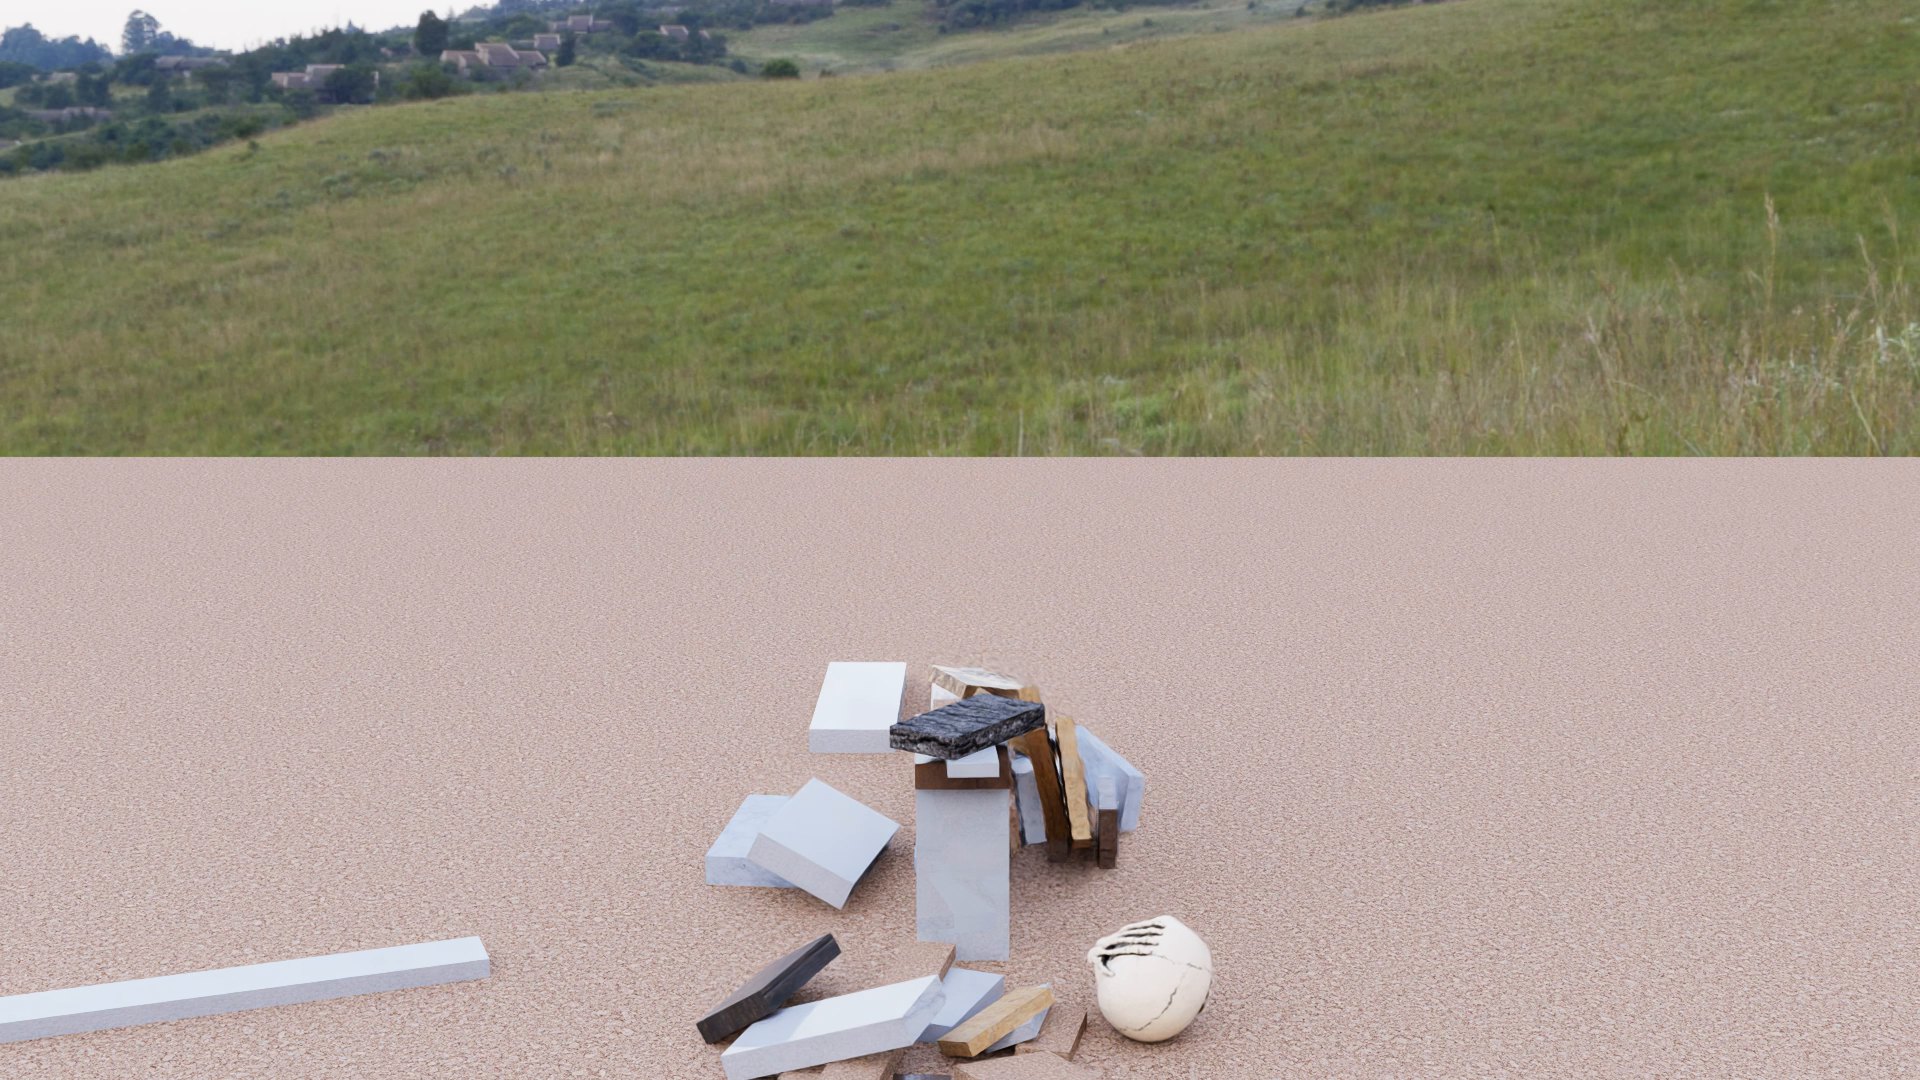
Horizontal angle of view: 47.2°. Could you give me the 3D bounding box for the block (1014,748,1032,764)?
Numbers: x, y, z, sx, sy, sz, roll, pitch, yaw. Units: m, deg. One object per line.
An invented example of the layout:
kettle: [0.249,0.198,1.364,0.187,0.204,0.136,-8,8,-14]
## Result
block: [0.111,0.432,4.333,0.095,0.027,0.191,23,2,-25]

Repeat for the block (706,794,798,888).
block: [-0.321,0.527,3.872,0.176,0.050,0.353,1,11,6]

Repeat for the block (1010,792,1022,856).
block: [0.073,0.450,3.690,0.024,0.085,0.170,-9,22,-6]

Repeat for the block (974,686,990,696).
block: [0.083,0.377,4.578,0.116,0.033,0.232,30,9,-6]

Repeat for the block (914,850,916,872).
block: [-0.023,0.521,3.859,0.100,0.028,0.201,1,22,3]

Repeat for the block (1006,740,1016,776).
block: [0.066,0.405,4.091,0.027,0.095,0.191,-13,13,14]

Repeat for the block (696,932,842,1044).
block: [-0.271,0.640,3.147,0.119,0.034,0.238,-31,-2,23]

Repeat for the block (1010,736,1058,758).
block: [0.130,0.406,4.342,0.170,0.024,0.085,29,-2,-42]

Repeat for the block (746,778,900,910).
block: [-0.227,0.510,3.730,0.176,0.050,0.353,28,12,6]

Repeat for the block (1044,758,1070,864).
block: [0.169,0.481,3.922,0.034,0.119,0.238,-7,10,3]

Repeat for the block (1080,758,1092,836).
block: [0.207,0.454,3.858,0.034,0.119,0.239,-5,-11,4]

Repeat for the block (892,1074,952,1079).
block: [-0.052,0.733,2.840,0.077,0.022,0.154,0,11,2]

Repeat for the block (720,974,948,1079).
block: [-0.169,0.655,2.947,0.277,0.039,0.139,-17,6,22]

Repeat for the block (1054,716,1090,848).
block: [0.189,0.407,3.689,0.029,0.207,0.104,-7,-16,0]

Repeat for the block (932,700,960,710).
block: [-0.012,0.409,4.400,0.085,0.024,0.617,0,11,-1]

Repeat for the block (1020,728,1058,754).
block: [0.142,0.396,4.426,0.170,0.024,0.085,13,-23,-14]

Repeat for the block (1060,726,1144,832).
block: [0.265,0.446,4.149,0.029,0.104,0.354,7,8,-17]

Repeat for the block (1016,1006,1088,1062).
block: [0.128,0.691,3.066,0.075,0.021,0.150,2,11,12]

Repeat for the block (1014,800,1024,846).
block: [0.098,0.485,3.751,0.014,0.051,0.137,-10,-19,-1]

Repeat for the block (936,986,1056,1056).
block: [0.050,0.665,3.038,0.154,0.022,0.077,-26,6,-34]

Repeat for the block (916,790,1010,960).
block: [0.004,0.503,3.365,0.141,0.283,0.040,0,11,-1]

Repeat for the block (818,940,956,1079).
block: [-0.109,0.674,3.000,0.077,0.022,0.648,2,11,11]

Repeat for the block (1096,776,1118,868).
block: [0.258,0.496,3.878,0.029,0.103,0.207,1,9,2]

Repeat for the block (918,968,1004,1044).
block: [-0.020,0.669,3.165,0.102,0.029,0.204,4,11,21]

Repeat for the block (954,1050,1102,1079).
block: [0.155,0.714,2.706,0.139,0.039,0.473,-3,3,-25]

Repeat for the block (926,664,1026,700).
block: [0.046,0.319,4.814,0.116,0.033,0.232,26,10,41]

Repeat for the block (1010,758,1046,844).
block: [0.118,0.454,3.855,0.034,0.119,0.366,-9,-2,-1]

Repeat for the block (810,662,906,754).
block: [-0.216,0.359,4.778,0.176,0.050,0.578,0,11,1]

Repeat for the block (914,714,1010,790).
block: [0.001,0.327,3.425,0.141,0.040,0.283,0,11,-1]

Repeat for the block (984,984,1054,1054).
block: [0.082,0.670,3.088,0.075,0.021,0.150,-22,5,15]

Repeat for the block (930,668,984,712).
block: [-0.004,0.391,4.652,0.116,0.033,0.873,0,11,0]

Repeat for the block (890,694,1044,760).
block: [0.013,0.283,3.347,0.119,0.034,0.238,8,13,35]

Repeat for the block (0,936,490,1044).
block: [-1.133,0.663,3.196,0.874,0.029,0.102,-4,11,-21]

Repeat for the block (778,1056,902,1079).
block: [-0.165,0.711,2.936,0.102,0.029,0.204,4,11,21]

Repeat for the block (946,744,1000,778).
block: [0.016,0.322,3.285,0.075,0.021,0.150,0,11,-3]

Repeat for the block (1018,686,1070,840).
block: [0.141,0.374,3.686,0.034,0.238,0.119,-12,33,3]
